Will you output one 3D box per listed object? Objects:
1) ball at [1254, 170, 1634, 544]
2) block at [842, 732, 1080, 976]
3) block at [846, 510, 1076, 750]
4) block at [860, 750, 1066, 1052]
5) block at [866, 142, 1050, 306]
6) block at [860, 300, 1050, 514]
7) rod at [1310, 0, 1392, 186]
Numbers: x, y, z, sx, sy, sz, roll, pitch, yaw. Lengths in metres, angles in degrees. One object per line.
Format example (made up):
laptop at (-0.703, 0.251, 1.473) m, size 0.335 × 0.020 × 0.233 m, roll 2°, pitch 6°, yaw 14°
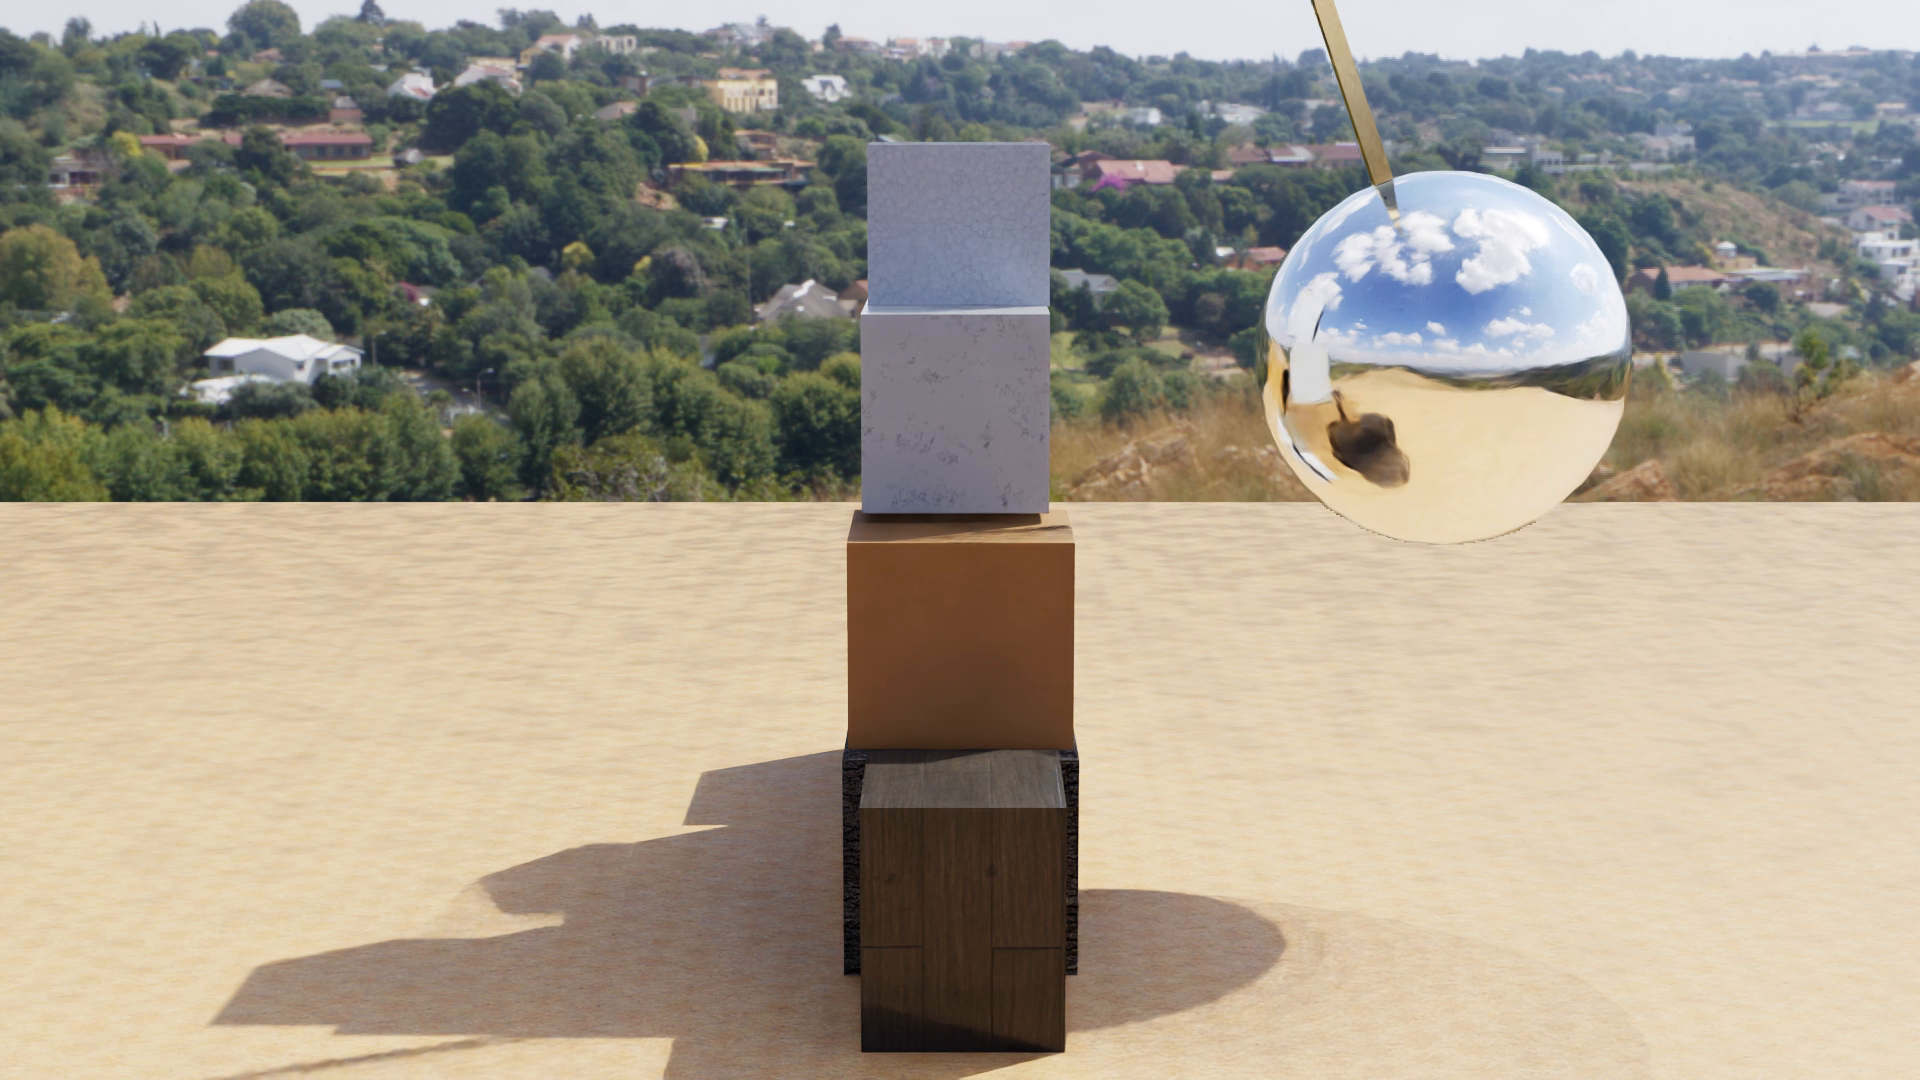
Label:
ball at (2.074, -0.784, 11.038) m, size 1.600 × 1.600 × 1.600 m, roll 0°, pitch 10°, yaw 0°
block at (0.003, 1.200, 10.522) m, size 0.921 × 0.875 × 0.973 m, roll 0°, pitch 10°, yaw 0°
block at (0.003, 0.349, 10.438) m, size 0.889 × 0.828 × 0.775 m, roll 0°, pitch 10°, yaw 0°
block at (0.012, 1.338, 9.635) m, size 0.740 × 0.921 × 0.802 m, roll 0°, pitch 10°, yaw 0°
block at (-0.005, -1.358, 10.950) m, size 0.756 × 0.664 × 0.671 m, roll 0°, pitch 10°, yaw 0°
block at (-0.019, -0.578, 10.756) m, size 0.760 × 0.806 × 0.847 m, roll 0°, pitch 10°, yaw 0°
rod at (0.899, -3.923, 10.467) m, size 0.080 × 5.200 × 0.080 m, roll -20°, pitch 10°, yaw 4°
